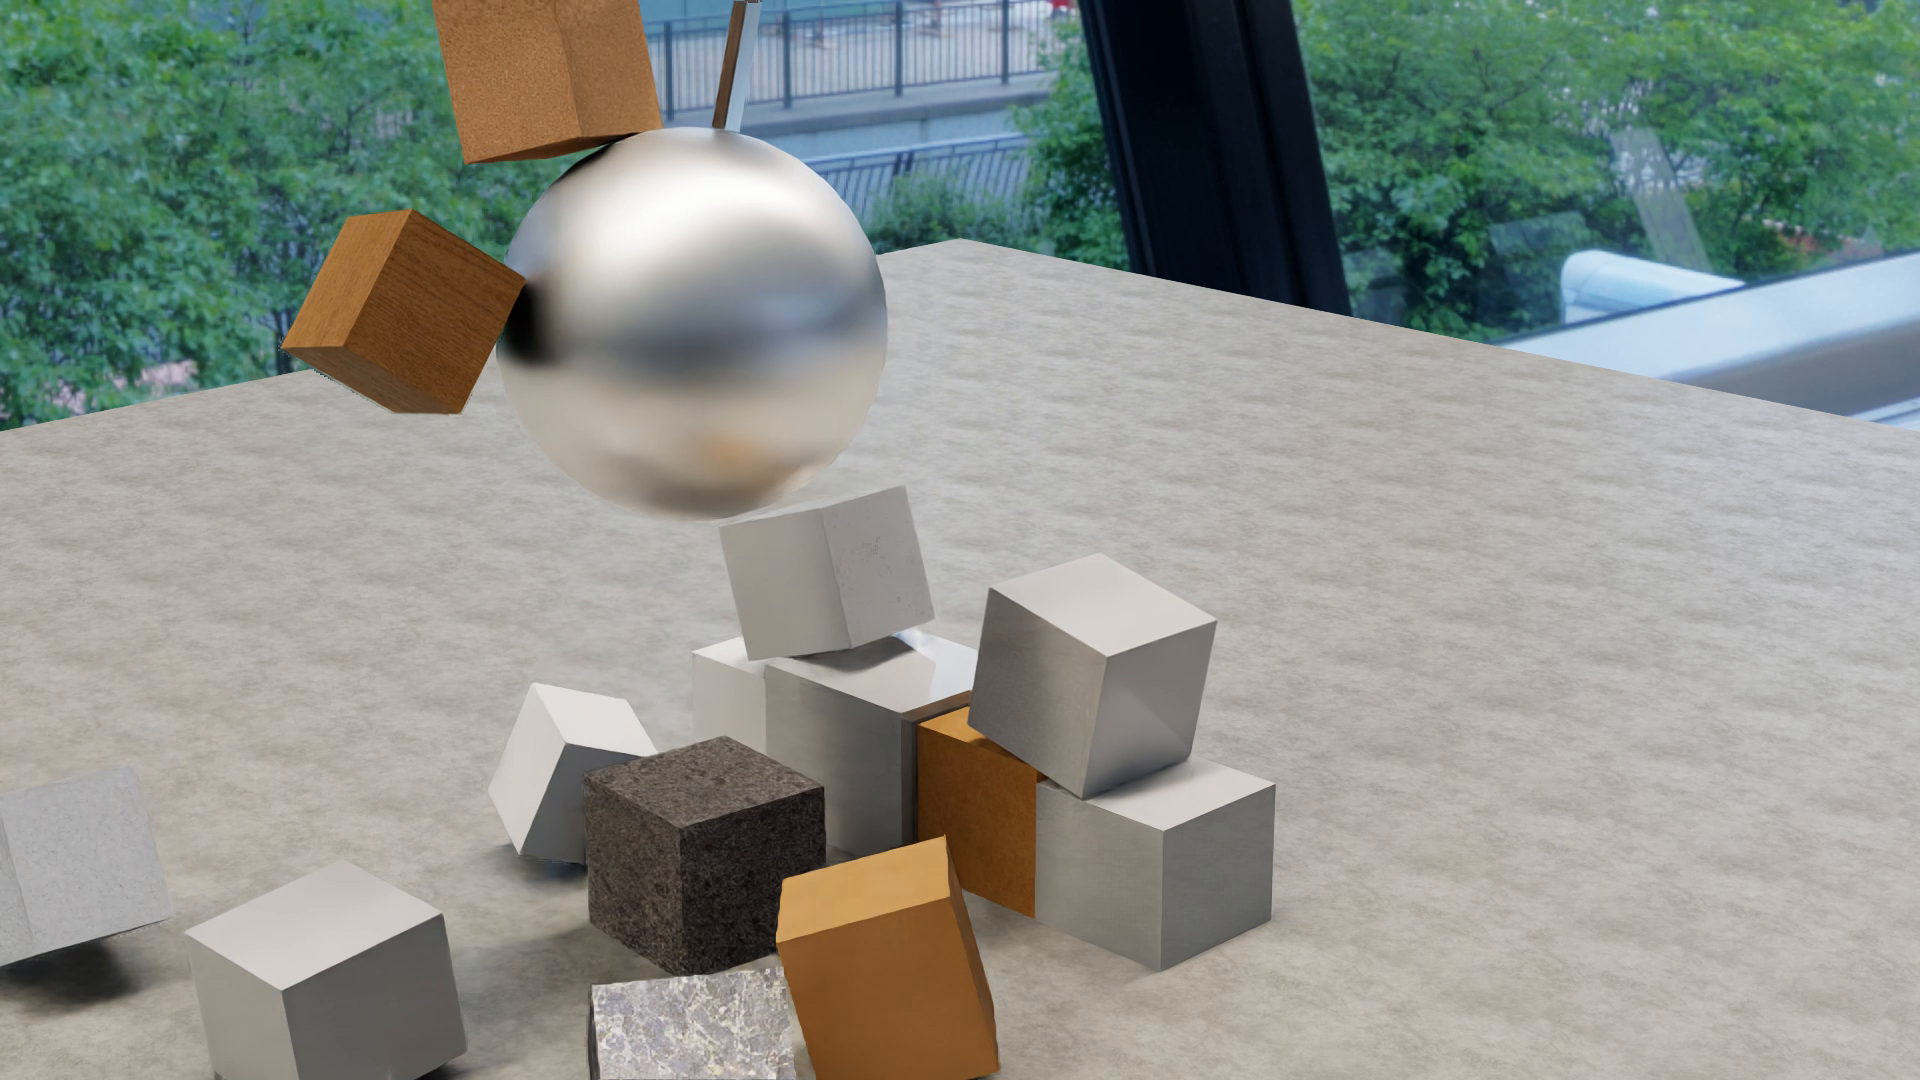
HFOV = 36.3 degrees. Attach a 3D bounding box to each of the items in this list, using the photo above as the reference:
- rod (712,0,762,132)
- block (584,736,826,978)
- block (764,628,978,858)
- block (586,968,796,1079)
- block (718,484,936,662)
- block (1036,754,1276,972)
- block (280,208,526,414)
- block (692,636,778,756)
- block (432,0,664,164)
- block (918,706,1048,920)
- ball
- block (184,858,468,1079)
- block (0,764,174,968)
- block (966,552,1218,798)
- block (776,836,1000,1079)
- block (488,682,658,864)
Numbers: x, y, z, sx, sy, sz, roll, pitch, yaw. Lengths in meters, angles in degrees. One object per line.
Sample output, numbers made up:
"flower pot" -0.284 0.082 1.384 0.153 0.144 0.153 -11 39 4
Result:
"rod" -0.473 -4.194 11.528 0.080 5.200 0.080 17 9 42
"block" -1.110 1.375 12.788 0.743 0.708 0.762 -13 22 -36
"block" -0.293 0.970 13.939 0.847 0.791 0.932 -17 24 -42
"block" -0.953 1.975 10.410 0.667 0.667 0.724 -4 -24 -11
"block" -0.638 0.159 14.079 0.683 0.669 0.620 -9 5 41
"block" 0.855 1.373 12.888 0.742 0.652 0.737 -17 24 -42
"block" -2.163 -0.879 11.383 0.534 0.591 0.647 32 -15 -31
"block" -0.858 0.864 14.526 0.619 0.641 0.696 -17 24 -42
"block" -1.657 -1.909 11.830 0.570 0.656 0.610 -8 5 28
"block" 0.335 1.179 13.391 0.746 0.721 0.746 -17 24 -42
"ball" -1.091 -0.874 11.924 1.600 1.600 1.600 0 17 0
"block" -2.485 1.774 11.505 0.731 0.631 0.713 -24 29 -38
"block" -3.830 1.388 12.377 0.632 0.672 0.629 -12 -5 -45
"block" 0.576 0.583 12.904 0.701 0.694 0.723 -16 35 -42
"block" -0.279 1.684 11.413 0.676 0.721 0.757 -15 12 2
"block" -1.780 1.086 13.514 0.486 0.597 0.545 13 21 -31
